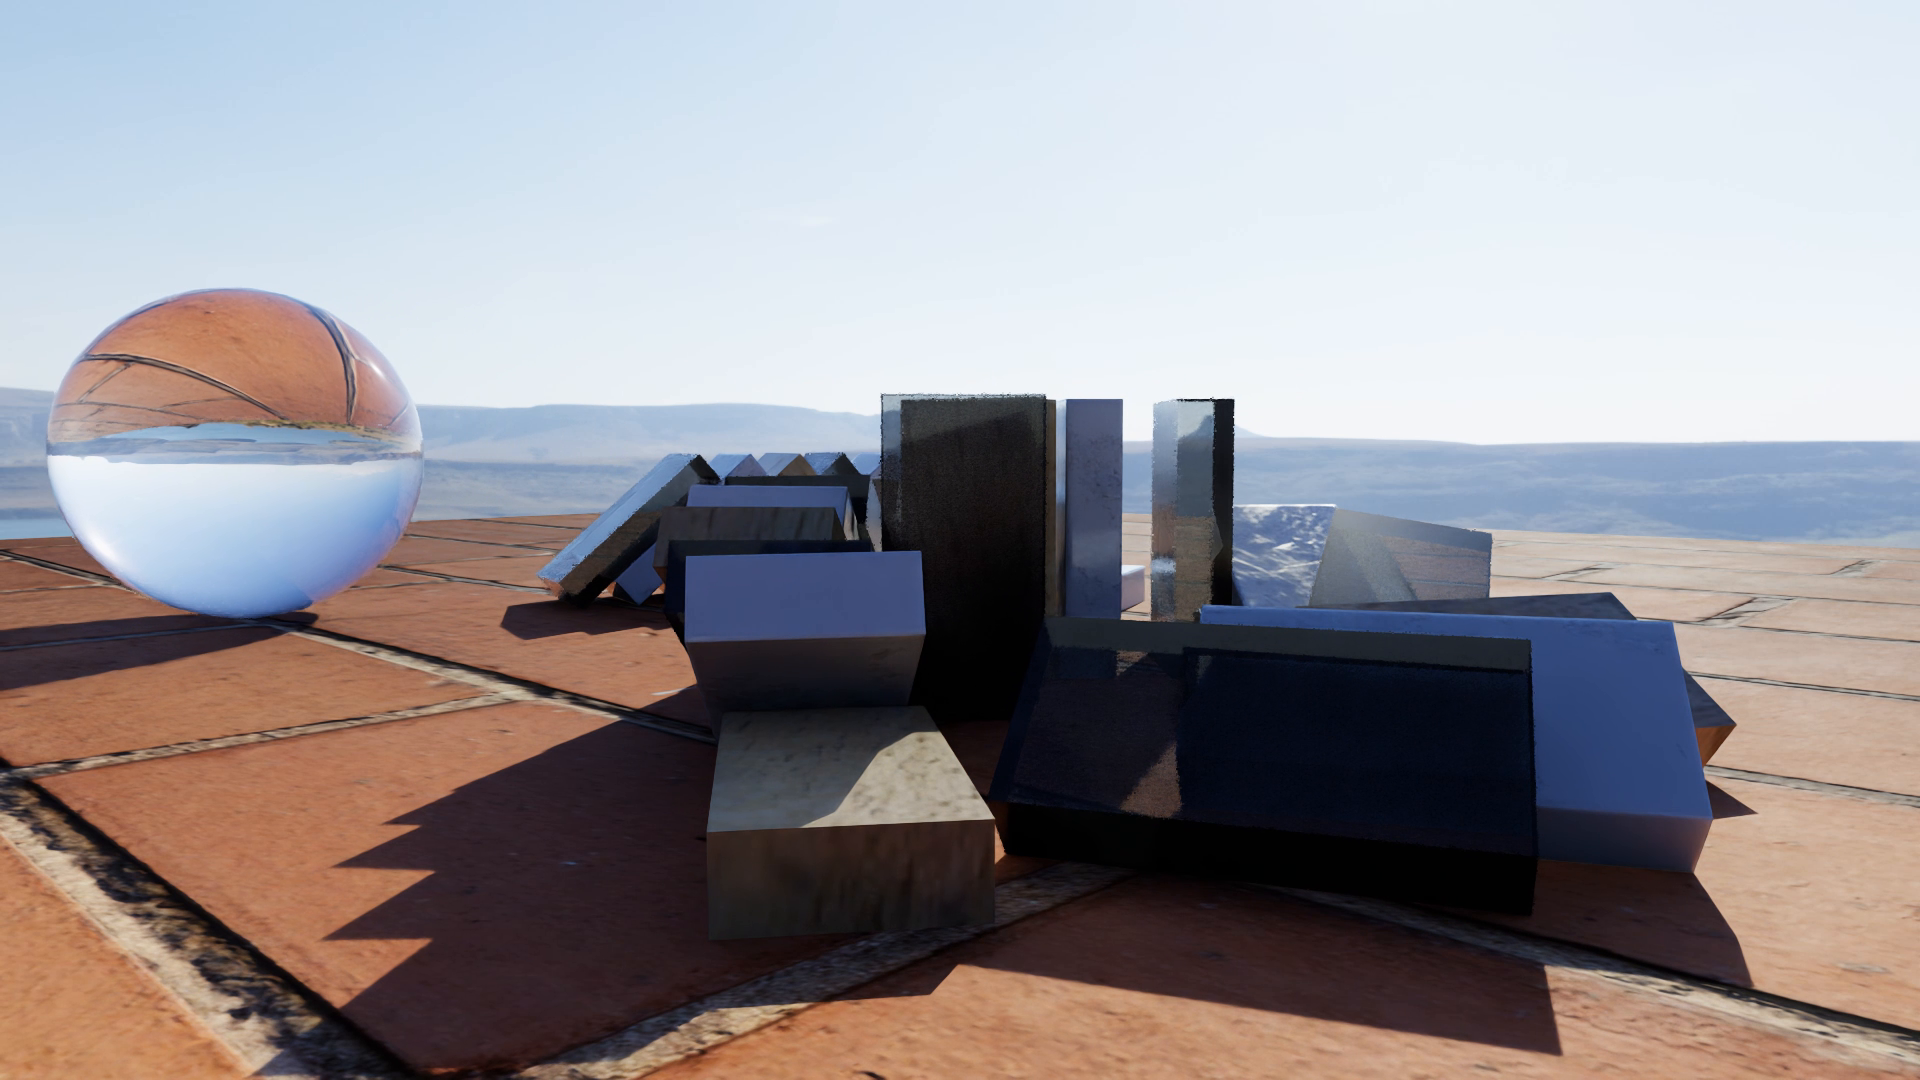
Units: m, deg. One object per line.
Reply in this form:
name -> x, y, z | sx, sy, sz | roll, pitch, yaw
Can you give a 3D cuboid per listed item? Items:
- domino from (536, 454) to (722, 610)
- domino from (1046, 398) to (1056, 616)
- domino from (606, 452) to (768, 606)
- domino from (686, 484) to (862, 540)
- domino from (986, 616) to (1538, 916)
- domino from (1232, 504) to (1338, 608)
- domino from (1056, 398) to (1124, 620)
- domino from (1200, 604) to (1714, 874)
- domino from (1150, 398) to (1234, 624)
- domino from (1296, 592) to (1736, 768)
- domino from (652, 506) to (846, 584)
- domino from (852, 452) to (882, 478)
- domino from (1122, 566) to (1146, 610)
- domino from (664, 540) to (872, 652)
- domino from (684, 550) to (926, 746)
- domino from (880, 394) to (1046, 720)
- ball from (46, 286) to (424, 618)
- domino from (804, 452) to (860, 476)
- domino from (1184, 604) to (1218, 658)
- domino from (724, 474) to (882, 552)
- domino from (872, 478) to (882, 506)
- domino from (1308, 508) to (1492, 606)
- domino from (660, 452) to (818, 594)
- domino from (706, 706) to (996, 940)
domino -> -0.090, -0.003, 0.347 | 0.050, 0.010, 0.025 | -46, 24, -20
domino -> 0.003, 0.001, 0.221 | 0.025, 0.050, 0.010 | 2, 5, 30
domino -> -0.077, -0.004, 0.354 | 0.050, 0.009, 0.025 | -46, 24, -20
domino -> -0.029, 0.008, 0.220 | 0.025, 0.010, 0.050 | 1, -30, 5
domino -> 0.030, 0.021, 0.130 | 0.050, 0.010, 0.025 | 2, 44, 21
domino -> 0.058, 0.009, 0.220 | 0.025, 0.010, 0.050 | 0, 29, -1
domino -> 0.022, 0.000, 0.228 | 0.009, 0.050, 0.025 | 0, 4, -4
domino -> 0.051, 0.020, 0.140 | 0.050, 0.010, 0.025 | 1, 45, 17
domino -> 0.041, 0.000, 0.228 | 0.009, 0.050, 0.025 | 0, 4, -1
domino -> 0.069, 0.019, 0.163 | 0.050, 0.009, 0.025 | -1, 39, -18
domino -> -0.028, 0.011, 0.203 | 0.025, 0.009, 0.050 | 0, -26, 6
domino -> -0.039, -0.006, 0.377 | 0.050, 0.010, 0.025 | -45, 21, -17
domino -> 0.022, 0.012, 0.346 | 0.050, 0.010, 0.025 | 2, 5, 23
domino -> -0.024, 0.014, 0.181 | 0.025, 0.009, 0.050 | 0, -22, -2
domino -> -0.019, 0.015, 0.158 | 0.025, 0.009, 0.050 | -1, -22, -7
domino -> 0.001, 0.002, 0.201 | 0.025, 0.050, 0.009 | 0, 4, 0
ball -> -0.174, -0.021, 0.312 | 0.080, 0.080, 0.080 | 0, 4, 0
domino -> -0.053, -0.005, 0.371 | 0.050, 0.009, 0.025 | -46, 24, -20
domino -> 0.059, 0.020, 0.242 | 0.025, 0.009, 0.050 | 0, 4, 0
domino -> -0.025, 0.006, 0.235 | 0.025, 0.010, 0.050 | -1, -30, 8
domino -> -0.020, 0.005, 0.254 | 0.025, 0.009, 0.050 | 0, -30, 8
domino -> 0.066, 0.012, 0.196 | 0.025, 0.009, 0.050 | 11, 30, 18
domino -> -0.065, -0.004, 0.362 | 0.050, 0.010, 0.025 | -46, 24, -20
domino -> -0.013, 0.028, 0.136 | 0.025, 0.010, 0.050 | -1, 4, -9
